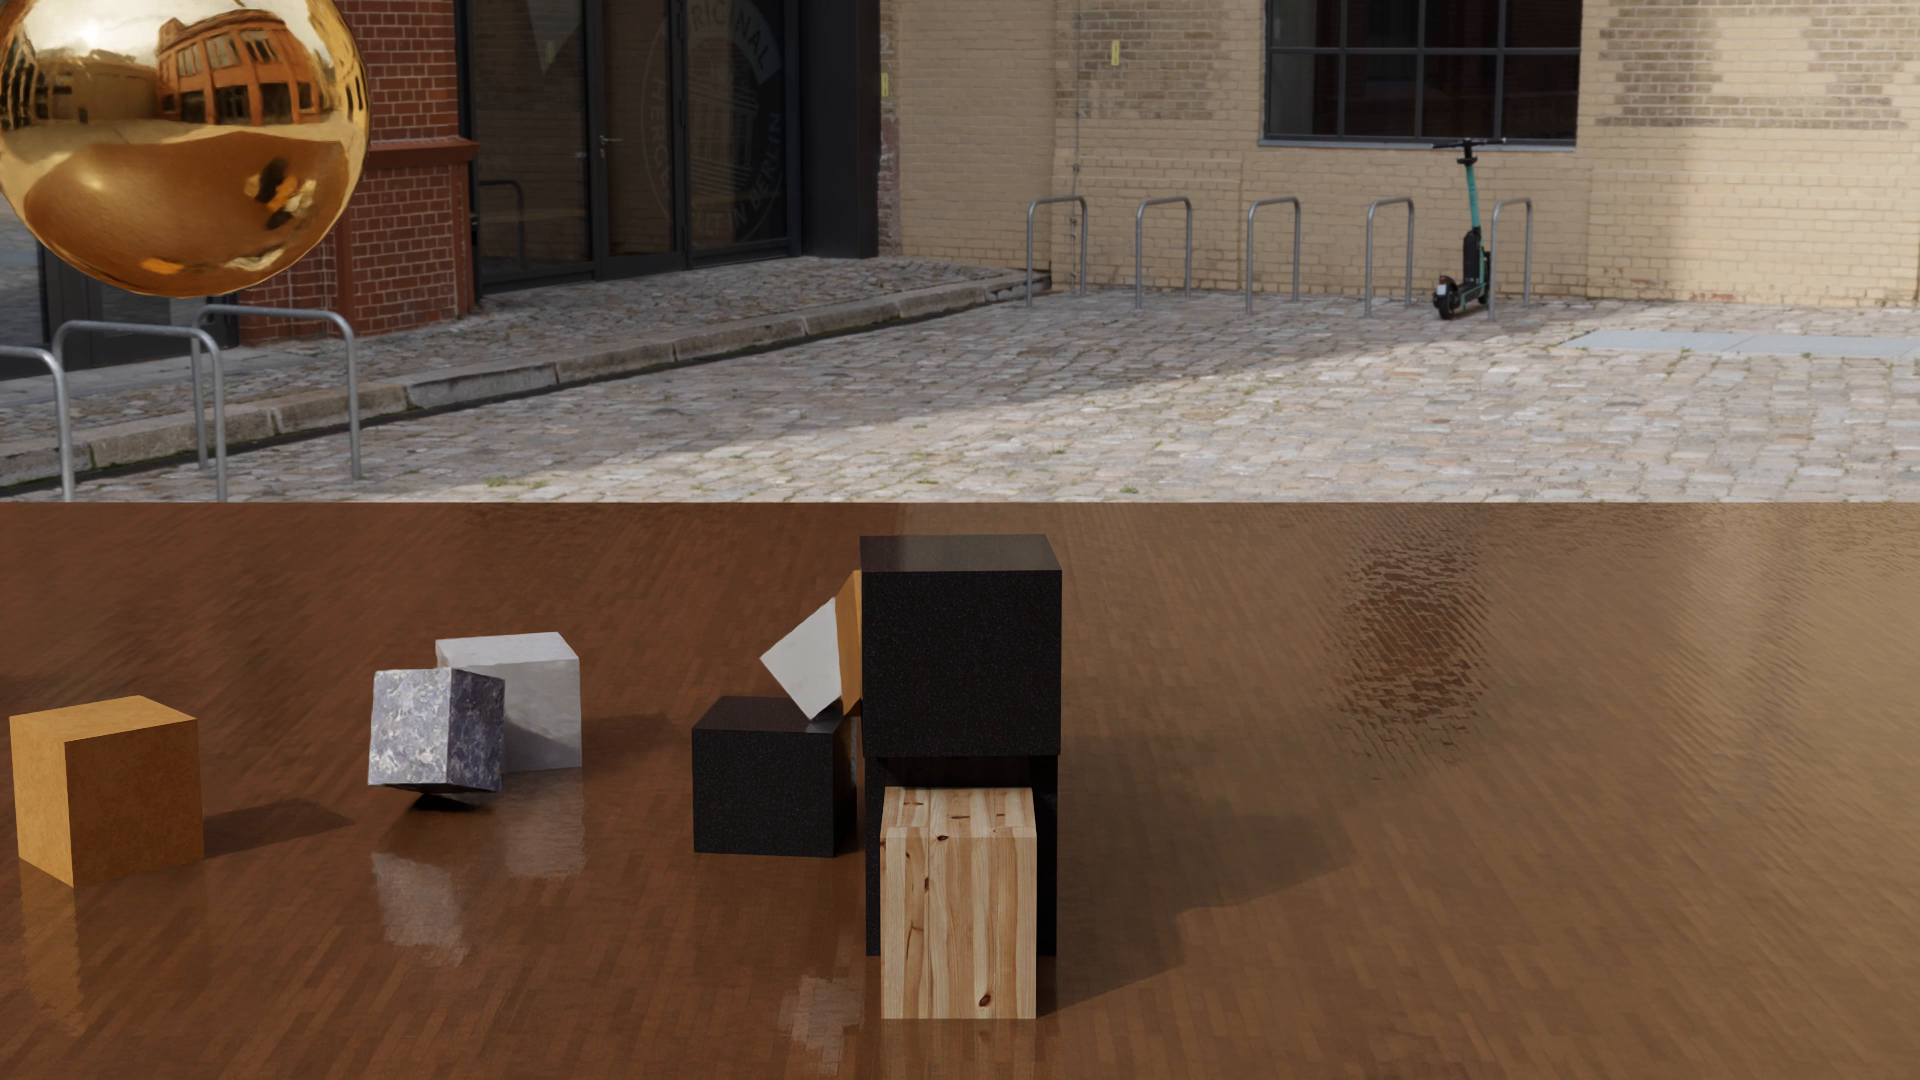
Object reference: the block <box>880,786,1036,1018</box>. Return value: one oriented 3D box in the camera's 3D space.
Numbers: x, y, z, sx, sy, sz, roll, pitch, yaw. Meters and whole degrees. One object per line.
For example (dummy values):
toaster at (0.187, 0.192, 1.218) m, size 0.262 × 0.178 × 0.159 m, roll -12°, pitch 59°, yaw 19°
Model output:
block at (-0.006, 1.392, 9.933) m, size 0.582 × 0.708 × 0.691 m, roll 0°, pitch 10°, yaw 0°

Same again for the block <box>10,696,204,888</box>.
block at (-3.846, 1.120, 11.573) m, size 0.611 × 0.656 × 0.600 m, roll -9°, pitch 14°, yaw -41°

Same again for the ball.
ball at (-3.308, -1.824, 10.849) m, size 1.600 × 1.600 × 1.600 m, roll 0°, pitch 10°, yaw 0°

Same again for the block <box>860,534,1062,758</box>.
block at (-0.012, 0.411, 10.325) m, size 0.773 × 0.736 × 0.786 m, roll -1°, pitch 10°, yaw -3°

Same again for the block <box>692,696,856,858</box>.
block at (-0.854, 1.092, 11.930) m, size 0.647 × 0.583 × 0.631 m, roll 1°, pitch 10°, yaw 7°

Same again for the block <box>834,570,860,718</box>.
block at (-0.213, 0.445, 11.159) m, size 0.551 × 0.533 × 0.547 m, roll -2°, pitch -14°, yaw -12°

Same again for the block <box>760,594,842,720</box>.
block at (-0.604, 0.518, 11.864) m, size 0.435 × 0.367 × 0.391 m, roll -39°, pitch 0°, yaw 14°

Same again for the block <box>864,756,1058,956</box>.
block at (0.004, 1.177, 10.632) m, size 0.768 × 0.880 × 0.745 m, roll 0°, pitch 10°, yaw 0°

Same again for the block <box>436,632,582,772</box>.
block at (-2.349, 0.844, 13.336) m, size 0.642 × 0.568 × 0.669 m, roll -3°, pitch 11°, yaw -18°

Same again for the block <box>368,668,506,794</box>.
block at (-2.530, 0.929, 12.434) m, size 0.434 × 0.547 × 0.481 m, roll -3°, pitch -11°, yaw 22°
